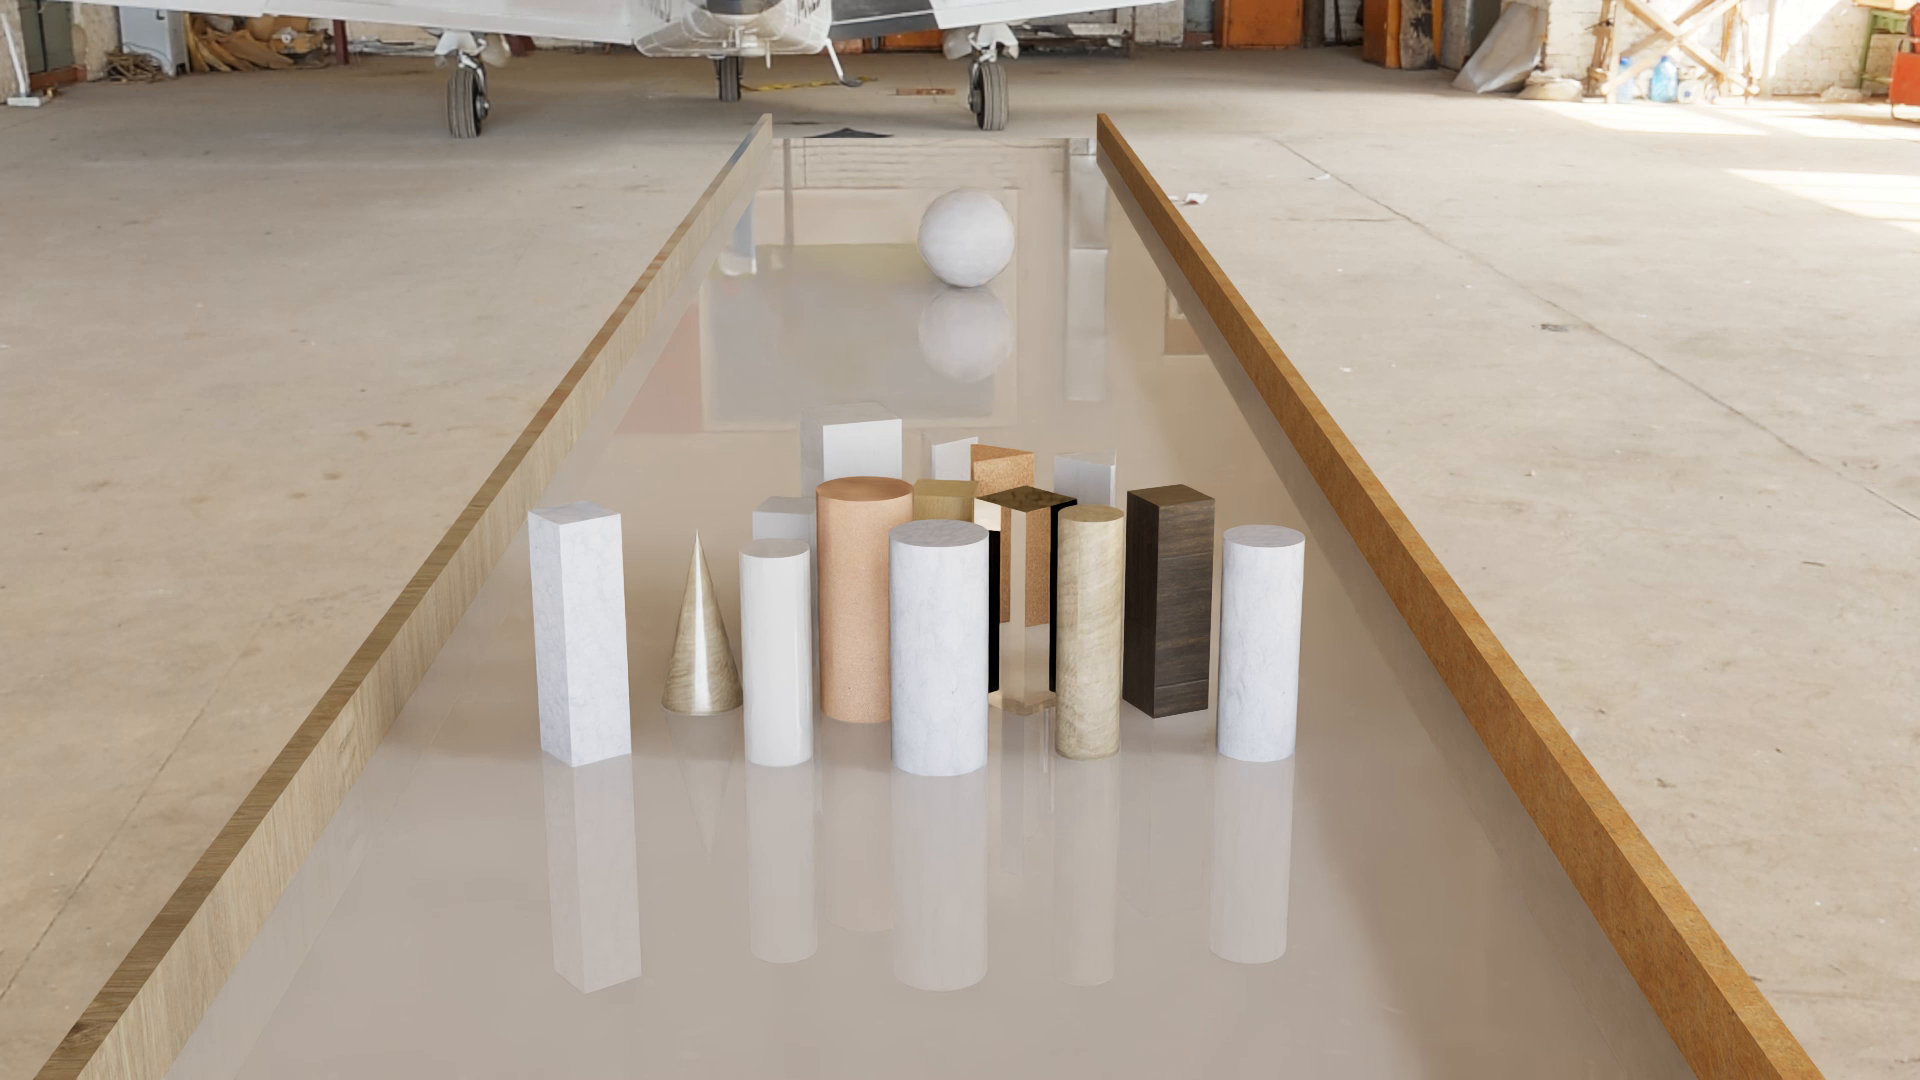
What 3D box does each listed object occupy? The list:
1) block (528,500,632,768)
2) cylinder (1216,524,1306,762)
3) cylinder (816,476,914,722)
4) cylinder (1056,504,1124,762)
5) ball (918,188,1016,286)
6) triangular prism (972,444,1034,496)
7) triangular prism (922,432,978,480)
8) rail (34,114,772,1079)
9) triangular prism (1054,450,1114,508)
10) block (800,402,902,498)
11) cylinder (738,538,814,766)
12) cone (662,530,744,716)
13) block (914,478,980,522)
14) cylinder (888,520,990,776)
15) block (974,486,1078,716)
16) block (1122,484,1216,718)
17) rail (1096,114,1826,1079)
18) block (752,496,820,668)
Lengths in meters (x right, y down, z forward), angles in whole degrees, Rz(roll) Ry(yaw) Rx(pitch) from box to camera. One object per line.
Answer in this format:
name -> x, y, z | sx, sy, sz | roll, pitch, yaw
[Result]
block -> -0.672, 0.165, 3.893 | 0.118, 0.445, 0.118 | -12, 21, -36
cylinder -> 0.533, 0.183, 3.915 | 0.143, 0.397, 0.143 | 0, 17, 0
cylinder -> -0.175, 0.110, 4.109 | 0.179, 0.427, 0.179 | 0, 17, 0
cylinder -> 0.229, 0.165, 3.895 | 0.116, 0.442, 0.116 | 0, 17, 0
ball -> 0.025, -1.166, 8.487 | 0.377, 0.377, 0.377 | 0, 17, 0
triangular prism -> 0.058, -0.018, 4.665 | 0.151, 0.355, 0.131 | -9, 19, -28
triangular prism -> -0.046, -0.071, 4.886 | 0.129, 0.330, 0.112 | -14, 22, -40
rail -> -1.118, -0.838, 7.780 | 0.050, 0.150, 12.000 | 0, 17, -1
triangular prism -> 0.274, 0.033, 4.381 | 0.136, 0.419, 0.118 | 11, 20, 34
block -> -0.228, -0.051, 4.627 | 0.168, 0.440, 0.168 | -6, 18, -20
cylinder -> -0.324, 0.198, 3.887 | 0.123, 0.384, 0.123 | 0, 17, 0
cone -> -0.490, 0.142, 4.148 | 0.159, 0.342, 0.159 | 0, 17, 0
block -> -0.031, 0.065, 4.393 | 0.125, 0.350, 0.125 | 2, 17, 7
cylinder -> -0.036, 0.188, 3.864 | 0.174, 0.417, 0.174 | 0, 17, 0
block -> 0.122, 0.113, 4.148 | 0.135, 0.397, 0.135 | -15, 22, -41
block -> 0.390, 0.114, 4.122 | 0.119, 0.411, 0.119 | -8, 18, -24
rail -> 0.932, -0.844, 7.801 | 0.050, 0.150, 12.000 | 0, 17, -1
block -> -0.336, 0.083, 4.393 | 0.117, 0.316, 0.117 | 4, 17, 13
